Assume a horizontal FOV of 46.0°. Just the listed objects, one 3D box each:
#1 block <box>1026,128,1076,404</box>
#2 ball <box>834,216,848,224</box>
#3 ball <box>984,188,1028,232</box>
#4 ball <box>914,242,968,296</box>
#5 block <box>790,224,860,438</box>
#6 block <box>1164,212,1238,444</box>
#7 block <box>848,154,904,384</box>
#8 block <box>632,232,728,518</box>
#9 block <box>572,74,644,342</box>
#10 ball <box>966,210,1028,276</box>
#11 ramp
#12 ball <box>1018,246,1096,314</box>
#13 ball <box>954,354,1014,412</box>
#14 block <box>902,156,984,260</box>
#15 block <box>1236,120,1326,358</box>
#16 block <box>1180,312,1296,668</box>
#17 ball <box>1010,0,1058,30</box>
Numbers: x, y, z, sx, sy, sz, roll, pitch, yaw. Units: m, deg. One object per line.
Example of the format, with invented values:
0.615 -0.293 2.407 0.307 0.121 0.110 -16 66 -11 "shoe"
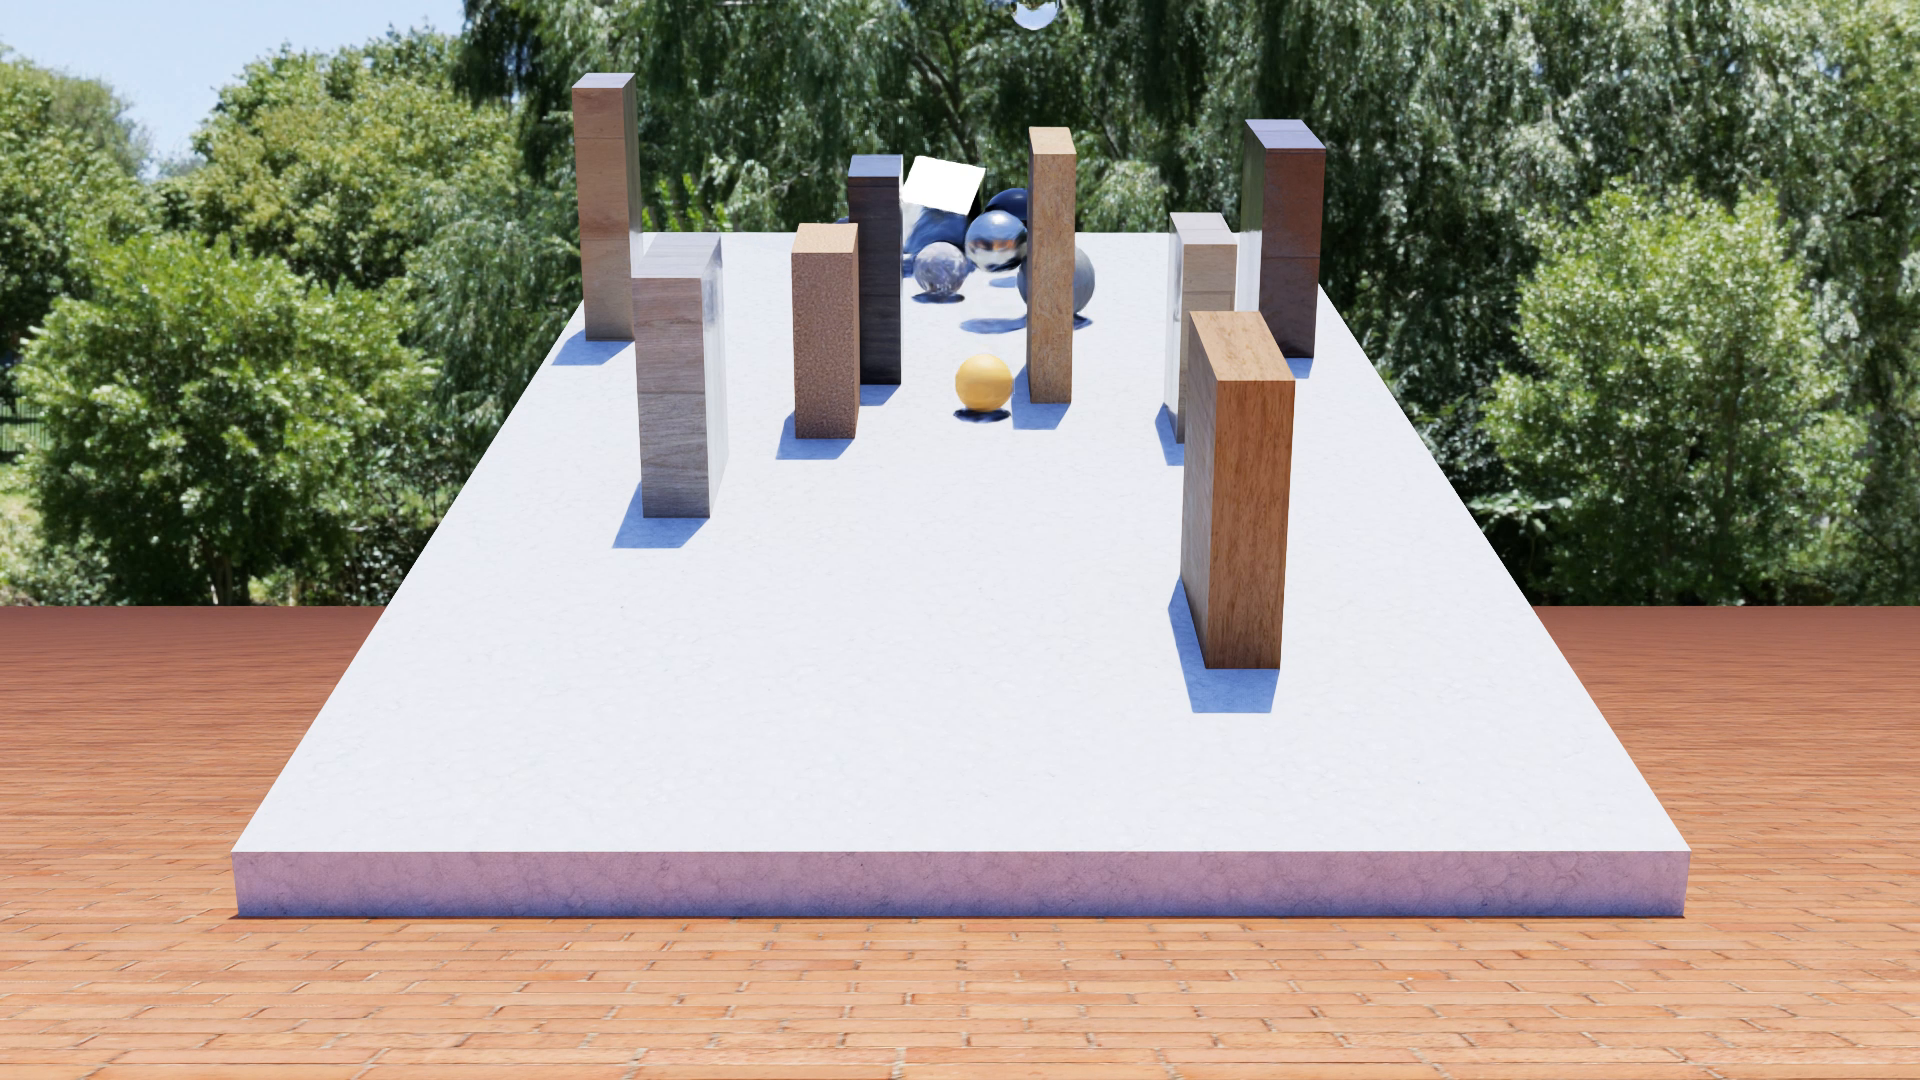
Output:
0.207 -0.636 5.211 0.093 0.568 0.349 0 20 0 "block"
-0.315 -0.860 6.475 0.129 0.129 0.129 0 -2 0 "ball"
0.163 -0.912 6.517 0.200 0.200 0.200 0 -2 0 "ball"
-0.052 -0.727 6.083 0.146 0.146 0.146 0 -2 0 "ball"
-0.291 -0.460 4.954 0.129 0.409 0.293 0 20 0 "block"
0.521 -0.465 4.934 0.112 0.434 0.320 0 20 0 "block"
-0.196 -0.638 5.331 0.118 0.489 0.272 0 20 0 "block"
-0.551 -0.333 4.501 0.130 0.477 0.395 0 20 0 "block"
-0.873 -0.832 5.659 0.122 0.628 0.241 0 20 0 "block"
0.095 -0.762 5.805 0.164 0.164 0.164 0 -2 0 "ball"
-0.005 -0.205 4.999 2.000 0.100 4.000 0 20 0 "ramp"
0.249 -0.671 5.845 0.202 0.202 0.202 0 -2 0 "ball"
0.053 -0.350 5.060 0.131 0.131 0.131 0 -2 0 "ball"
-0.054 -0.935 6.429 0.197 0.197 0.197 13 -40 8 "block"
0.791 -0.753 5.618 0.142 0.512 0.408 0 20 0 "block"
0.462 -0.094 3.825 0.122 0.489 0.442 0 20 0 "block"
0.204 -1.479 6.252 0.137 0.137 0.137 0 -2 0 "ball"
